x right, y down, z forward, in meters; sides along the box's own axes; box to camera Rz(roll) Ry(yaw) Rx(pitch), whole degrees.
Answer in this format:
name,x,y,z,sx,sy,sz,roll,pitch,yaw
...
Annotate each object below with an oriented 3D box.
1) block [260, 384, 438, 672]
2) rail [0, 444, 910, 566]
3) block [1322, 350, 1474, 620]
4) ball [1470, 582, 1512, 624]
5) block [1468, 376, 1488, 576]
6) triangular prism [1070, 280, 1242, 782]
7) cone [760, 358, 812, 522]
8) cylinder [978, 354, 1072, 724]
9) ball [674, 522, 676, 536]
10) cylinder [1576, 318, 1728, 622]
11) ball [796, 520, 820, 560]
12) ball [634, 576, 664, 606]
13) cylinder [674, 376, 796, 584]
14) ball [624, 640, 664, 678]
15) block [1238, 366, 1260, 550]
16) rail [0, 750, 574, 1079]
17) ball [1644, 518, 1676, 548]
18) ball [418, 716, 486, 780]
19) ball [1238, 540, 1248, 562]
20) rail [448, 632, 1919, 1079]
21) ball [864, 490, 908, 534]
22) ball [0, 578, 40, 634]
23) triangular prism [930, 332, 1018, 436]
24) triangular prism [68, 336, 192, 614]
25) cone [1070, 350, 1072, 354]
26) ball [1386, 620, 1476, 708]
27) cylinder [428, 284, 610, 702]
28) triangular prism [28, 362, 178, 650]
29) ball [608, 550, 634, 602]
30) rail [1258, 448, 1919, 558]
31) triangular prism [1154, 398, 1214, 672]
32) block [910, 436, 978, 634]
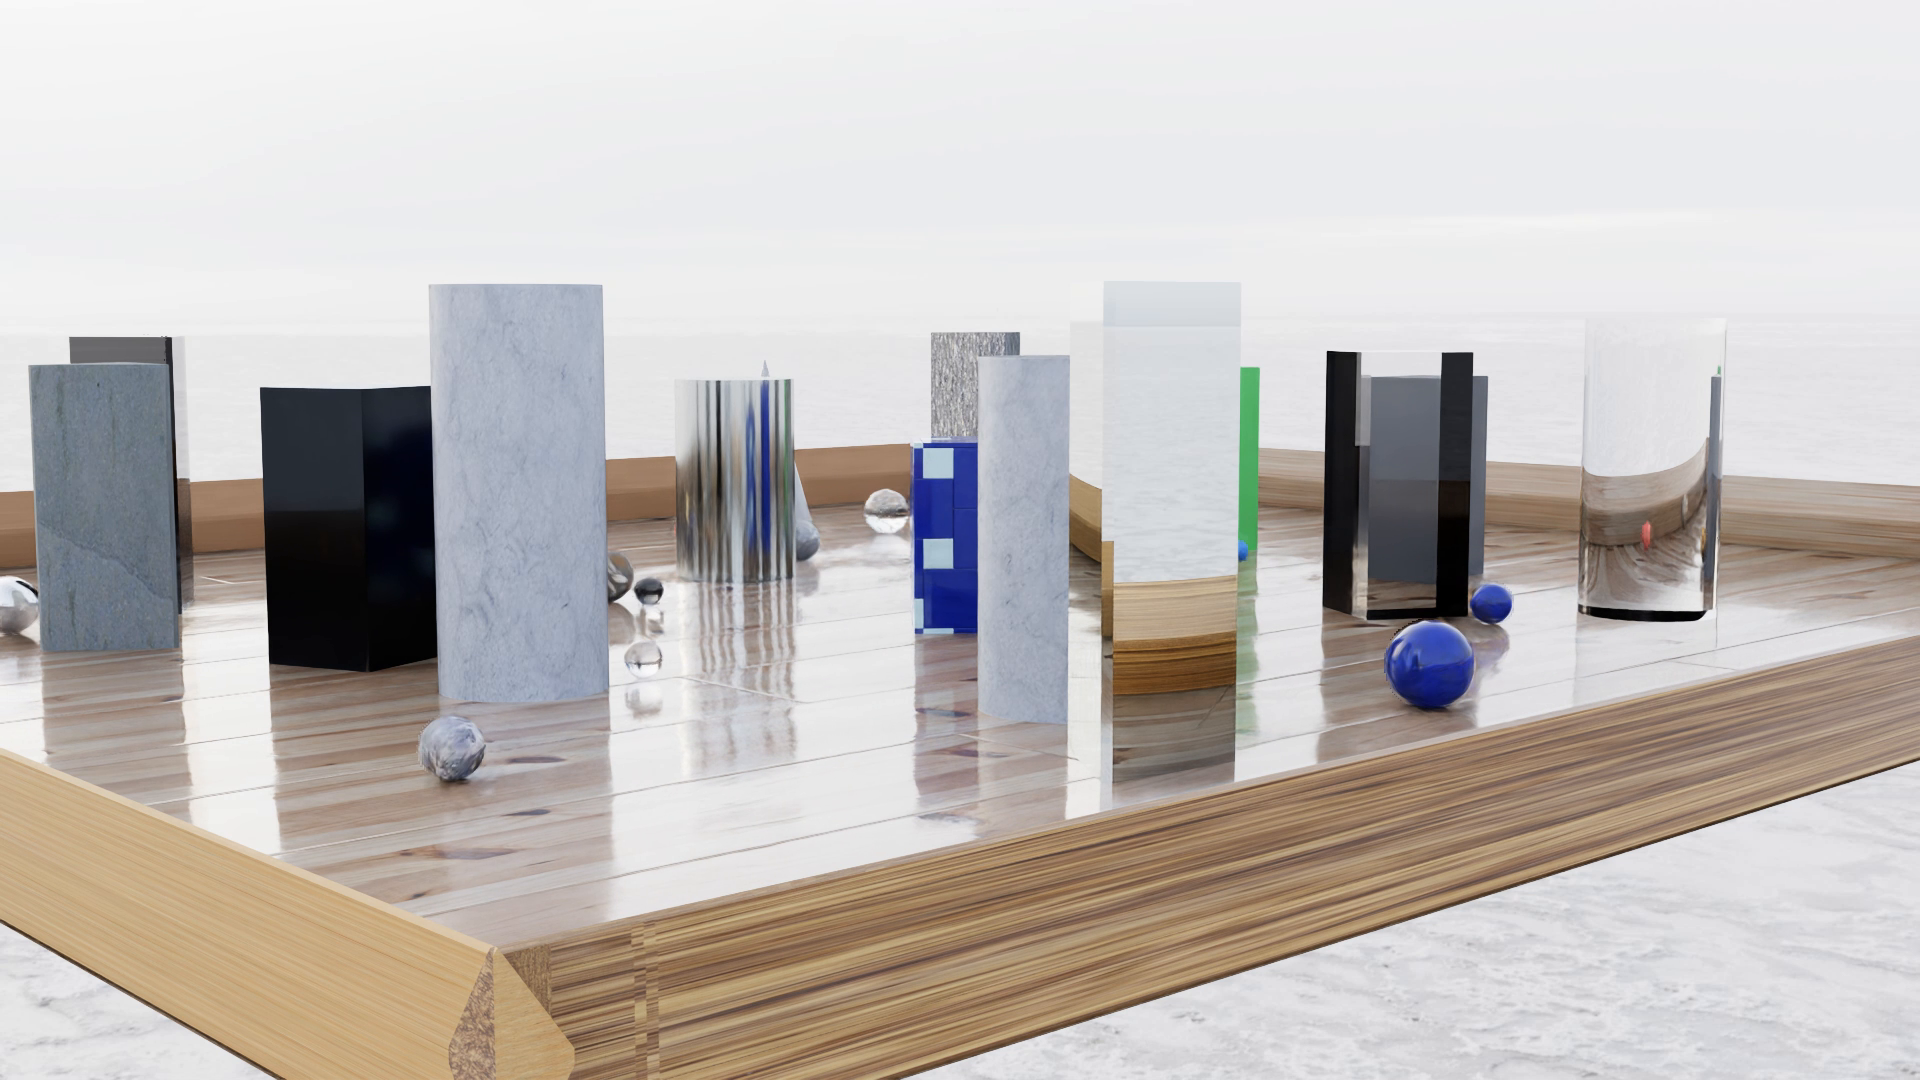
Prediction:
name,x,y,z,sx,sy,sz,roll,pitch,yaw
block,-0.769,-0.021,2.805,0.159,0.350,0.159,3,7,25
rail,-1.001,-0.079,4.410,3.394,0.129,0.045,-5,8,-42
block,0.645,-0.086,3.253,0.159,0.386,0.159,-2,6,-14
ball,0.757,0.091,3.136,0.059,0.059,0.059,0,6,0
block,0.778,-0.110,3.721,0.159,0.336,0.159,5,8,42
triangular prism,0.160,-0.016,2.167,0.173,0.472,0.149,-5,8,-38
cone,-0.370,-0.169,4.191,0.199,0.356,0.199,0,6,0
cylinder,0.119,-0.007,2.459,0.199,0.394,0.199,0,6,0
ball,-0.485,-0.021,4.067,0.088,0.088,0.088,0,6,0
cylinder,1.016,-0.108,3.233,0.199,0.434,0.199,0,6,0
ball,-0.285,0.001,3.929,0.074,0.074,0.074,0,6,0
ball,-0.473,0.077,3.338,0.044,0.044,0.044,0,6,0
cylinder,-0.377,-0.105,3.690,0.199,0.332,0.199,0,6,0
ball,-0.385,0.145,2.673,0.047,0.047,0.047,0,6,0
block,0.446,-0.154,4.122,0.159,0.341,0.159,-4,7,-35
rail,-1.230,0.151,2.203,0.045,0.129,2.998,-5,8,-42
ball,1.323,-0.014,4.154,0.056,0.056,0.056,0,6,0
ball,-0.484,0.198,2.094,0.062,0.062,0.062,0,6,0
ball,0.492,0.020,3.905,0.041,0.041,0.041,0,6,0
rail,1.001,0.146,2.253,3.394,0.129,0.045,-5,8,-42
ball,-0.148,-0.057,4.412,0.089,0.089,0.089,0,6,0
ball,-1.313,0.091,3.040,0.078,0.078,0.078,0,6,0
triangular prism,0.061,-0.174,3.999,0.173,0.406,0.149,5,7,37
triangular prism,-1.209,-0.102,3.309,0.173,0.407,0.149,2,6,17
cone,0.222,-0.197,4.352,0.199,0.378,0.199,0,6,0
ball,0.529,0.140,2.474,0.098,0.098,0.098,0,6,0
cylinder,-0.516,-0.061,2.583,0.199,0.475,0.199,0,6,0
triangular prism,-1.135,-0.050,2.957,0.173,0.375,0.149,-1,6,-9
ball,-0.541,0.056,3.379,0.078,0.078,0.078,0,6,0
rail,1.230,-0.084,4.460,0.045,0.129,2.998,-5,8,-42
triangular prism,0.216,-0.012,2.798,0.149,0.333,0.173,4,7,33
block,0.012,-0.010,3.114,0.159,0.264,0.159,0,6,-3
